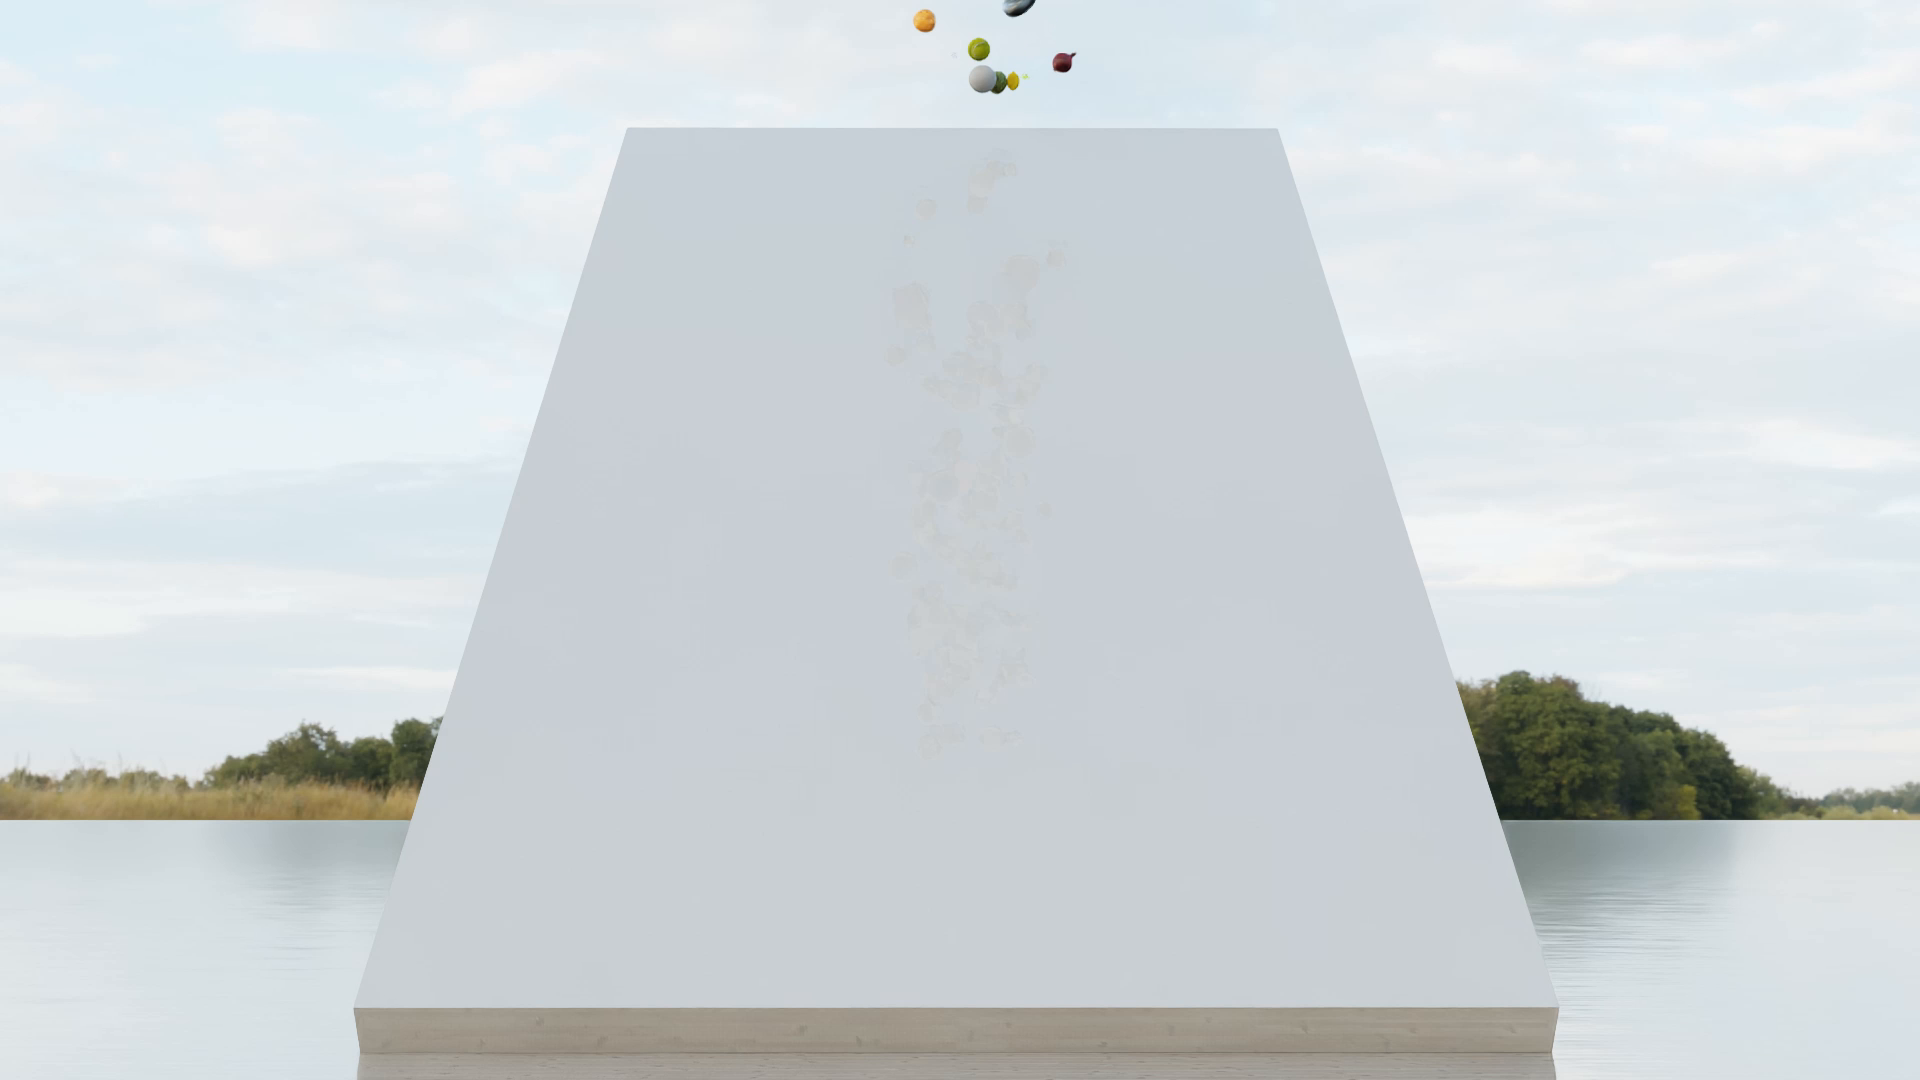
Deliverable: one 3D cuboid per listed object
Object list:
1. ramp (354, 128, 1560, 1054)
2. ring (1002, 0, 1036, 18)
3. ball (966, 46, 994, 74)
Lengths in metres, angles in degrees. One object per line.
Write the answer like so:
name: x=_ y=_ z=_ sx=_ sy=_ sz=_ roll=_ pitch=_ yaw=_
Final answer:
ramp: x=-0.014 y=-0.204 z=5.766 sx=2.000 sy=0.100 sz=4.000 roll=0 pitch=31 yaw=0
ring: x=0.179 y=-1.590 z=7.122 sx=0.044 sy=0.131 sz=0.131 roll=37 pitch=-27 yaw=-31
ball: x=0.063 y=-1.461 z=7.397 sx=0.085 sy=0.085 sz=0.085 roll=0 pitch=-6 yaw=0
